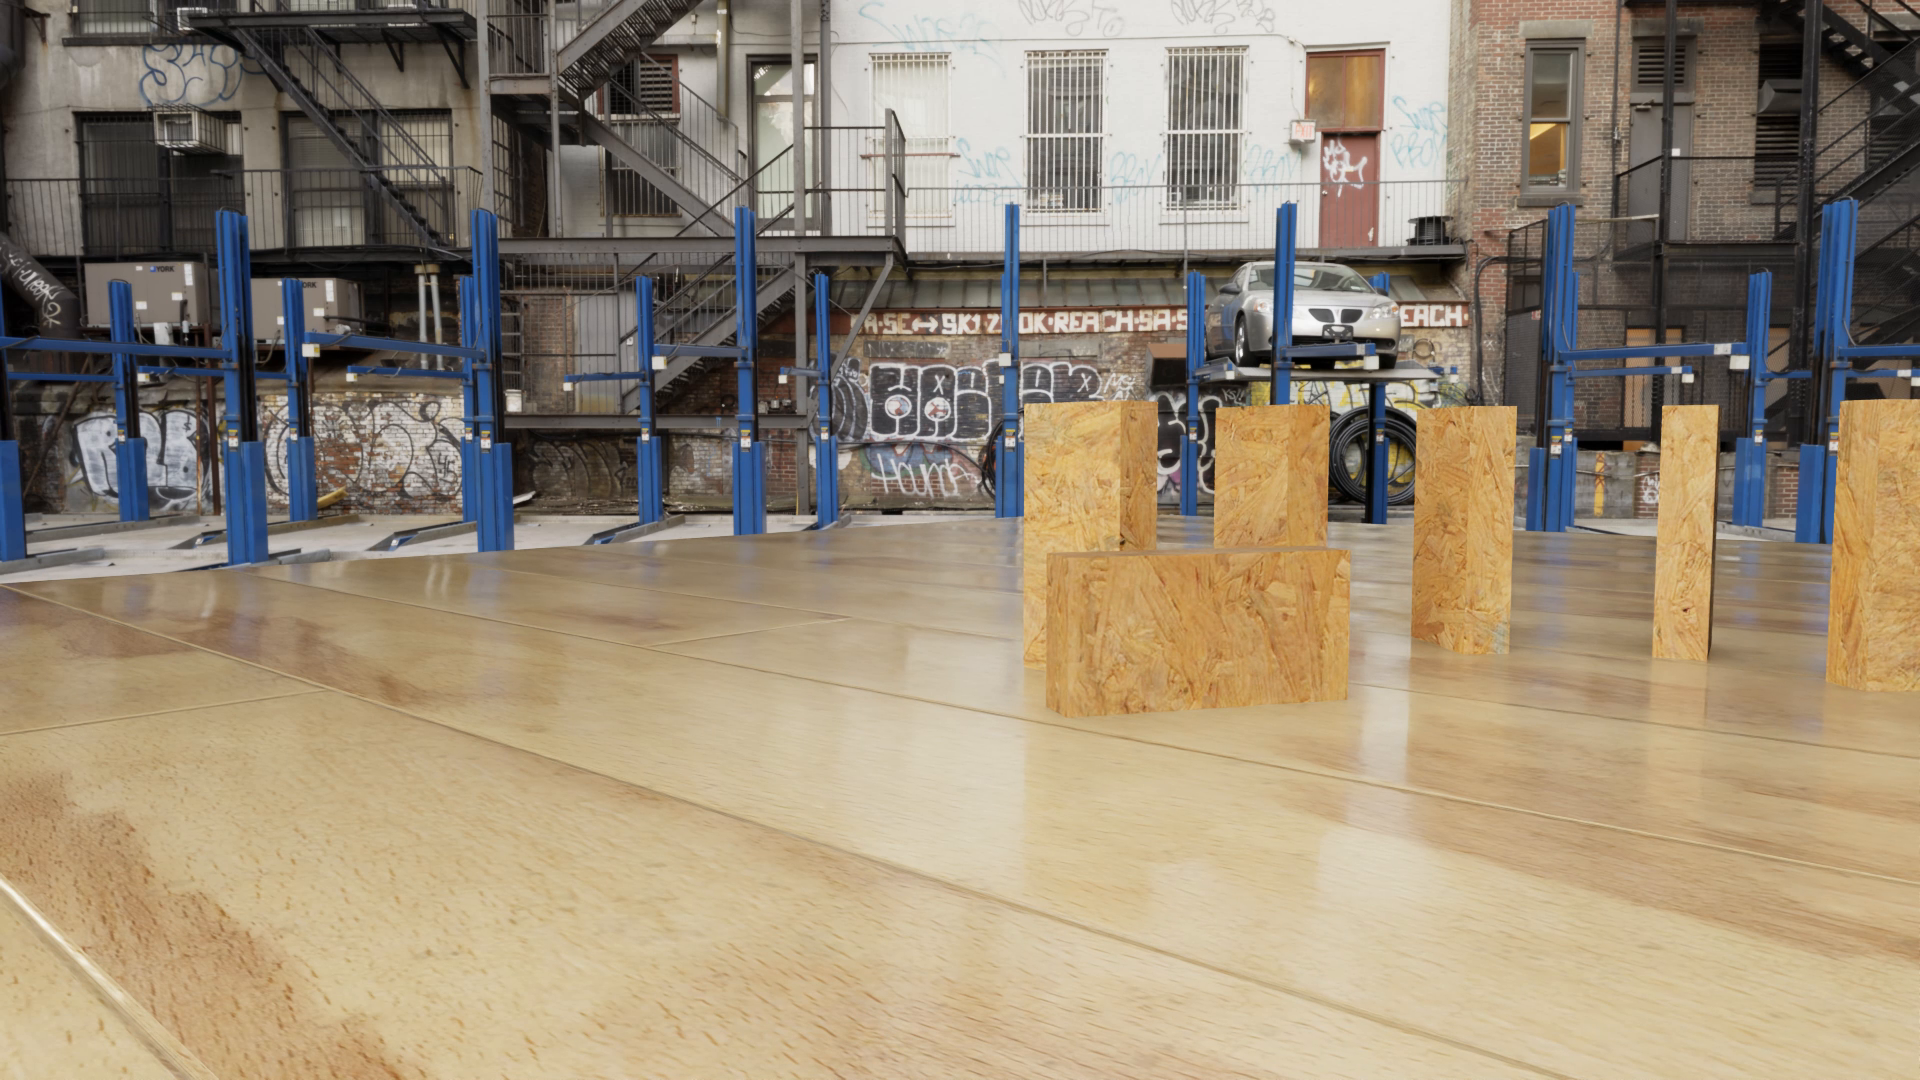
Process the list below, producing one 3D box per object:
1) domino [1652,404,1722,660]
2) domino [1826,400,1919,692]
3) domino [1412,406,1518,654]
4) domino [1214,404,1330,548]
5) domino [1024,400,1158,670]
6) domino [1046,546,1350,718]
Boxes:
[{"bbox_3d":[0.149,-0.002,0.263,0.010,0.050,0.025,3,5,32],"label":"domino"},{"bbox_3d":[0.168,0.001,0.224,0.025,0.050,0.009,0,4,-3],"label":"domino"},{"bbox_3d":[0.106,-0.003,0.270,0.009,0.050,0.025,0,4,-4],"label":"domino"},{"bbox_3d":[0.062,-0.002,0.259,0.010,0.050,0.025,-2,5,-22],"label":"domino"},{"bbox_3d":[0.024,0.000,0.237,0.009,0.050,0.025,-3,6,-39],"label":"domino"},{"bbox_3d":[0.039,0.014,0.210,0.050,0.025,0.009,-1,4,-17],"label":"domino"}]
